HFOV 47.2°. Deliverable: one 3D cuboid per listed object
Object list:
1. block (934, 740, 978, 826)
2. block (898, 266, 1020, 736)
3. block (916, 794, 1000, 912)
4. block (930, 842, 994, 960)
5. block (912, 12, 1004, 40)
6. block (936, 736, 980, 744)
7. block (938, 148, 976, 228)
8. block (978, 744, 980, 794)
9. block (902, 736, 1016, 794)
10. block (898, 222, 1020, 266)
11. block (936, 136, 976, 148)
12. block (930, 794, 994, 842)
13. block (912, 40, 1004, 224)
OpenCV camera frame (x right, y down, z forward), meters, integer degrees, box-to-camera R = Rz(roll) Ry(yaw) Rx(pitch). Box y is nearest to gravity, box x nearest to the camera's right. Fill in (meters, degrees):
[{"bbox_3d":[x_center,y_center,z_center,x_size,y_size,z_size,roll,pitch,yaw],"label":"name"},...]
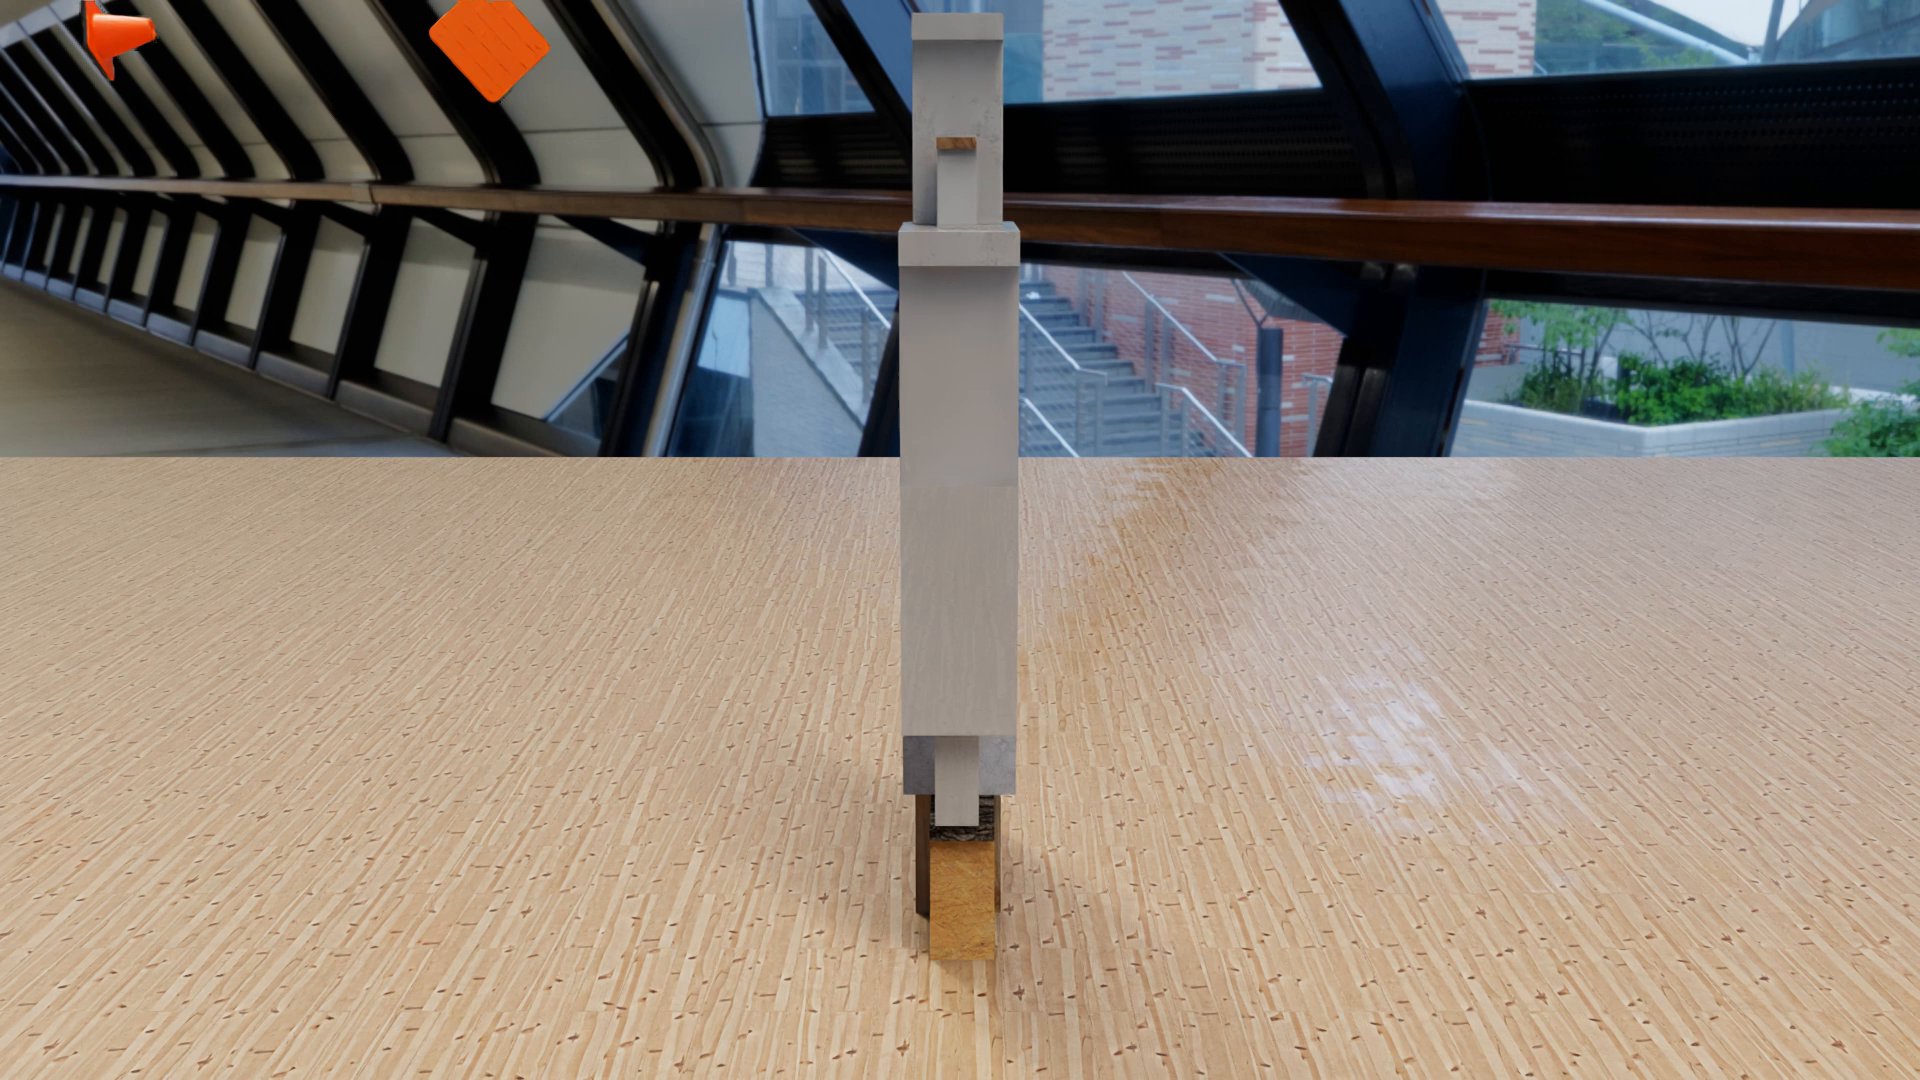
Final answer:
[{"bbox_3d":[-0.005,0.363,3.302,0.066,0.131,0.019,0,11,0],"label":"block"},{"bbox_3d":[-0.001,-0.055,3.205,0.171,0.690,0.048,0,11,0],"label":"block"},{"bbox_3d":[-0.003,0.467,3.574,0.138,0.276,0.039,0,11,0],"label":"block"},{"bbox_3d":[0.004,0.546,3.370,0.098,0.196,0.028,0,11,0],"label":"block"},{"bbox_3d":[-0.004,-0.778,3.355,0.135,0.038,0.270,0,11,0],"label":"block"},{"bbox_3d":[-0.004,0.282,3.331,0.066,0.019,0.131,0,11,0],"label":"block"},{"bbox_3d":[-0.004,-0.506,3.167,0.057,0.113,0.016,0,10,0],"label":"block"},{"bbox_3d":[-0.004,0.347,3.388,0.066,0.131,0.019,0,11,0],"label":"block"},{"bbox_3d":[-0.001,0.176,3.445,0.178,0.448,0.050,0,11,0],"label":"block"},{"bbox_3d":[-0.002,-0.439,3.250,0.171,0.048,0.342,0,11,0],"label":"block"},{"bbox_3d":[-0.005,-0.577,3.193,0.057,0.016,0.113,0,11,0],"label":"block"},{"bbox_3d":[0.004,0.424,3.414,0.098,0.028,0.196,0,11,0],"label":"block"},{"bbox_3d":[-0.003,-0.610,3.295,0.135,0.270,0.038,0,11,0],"label":"block"}]
